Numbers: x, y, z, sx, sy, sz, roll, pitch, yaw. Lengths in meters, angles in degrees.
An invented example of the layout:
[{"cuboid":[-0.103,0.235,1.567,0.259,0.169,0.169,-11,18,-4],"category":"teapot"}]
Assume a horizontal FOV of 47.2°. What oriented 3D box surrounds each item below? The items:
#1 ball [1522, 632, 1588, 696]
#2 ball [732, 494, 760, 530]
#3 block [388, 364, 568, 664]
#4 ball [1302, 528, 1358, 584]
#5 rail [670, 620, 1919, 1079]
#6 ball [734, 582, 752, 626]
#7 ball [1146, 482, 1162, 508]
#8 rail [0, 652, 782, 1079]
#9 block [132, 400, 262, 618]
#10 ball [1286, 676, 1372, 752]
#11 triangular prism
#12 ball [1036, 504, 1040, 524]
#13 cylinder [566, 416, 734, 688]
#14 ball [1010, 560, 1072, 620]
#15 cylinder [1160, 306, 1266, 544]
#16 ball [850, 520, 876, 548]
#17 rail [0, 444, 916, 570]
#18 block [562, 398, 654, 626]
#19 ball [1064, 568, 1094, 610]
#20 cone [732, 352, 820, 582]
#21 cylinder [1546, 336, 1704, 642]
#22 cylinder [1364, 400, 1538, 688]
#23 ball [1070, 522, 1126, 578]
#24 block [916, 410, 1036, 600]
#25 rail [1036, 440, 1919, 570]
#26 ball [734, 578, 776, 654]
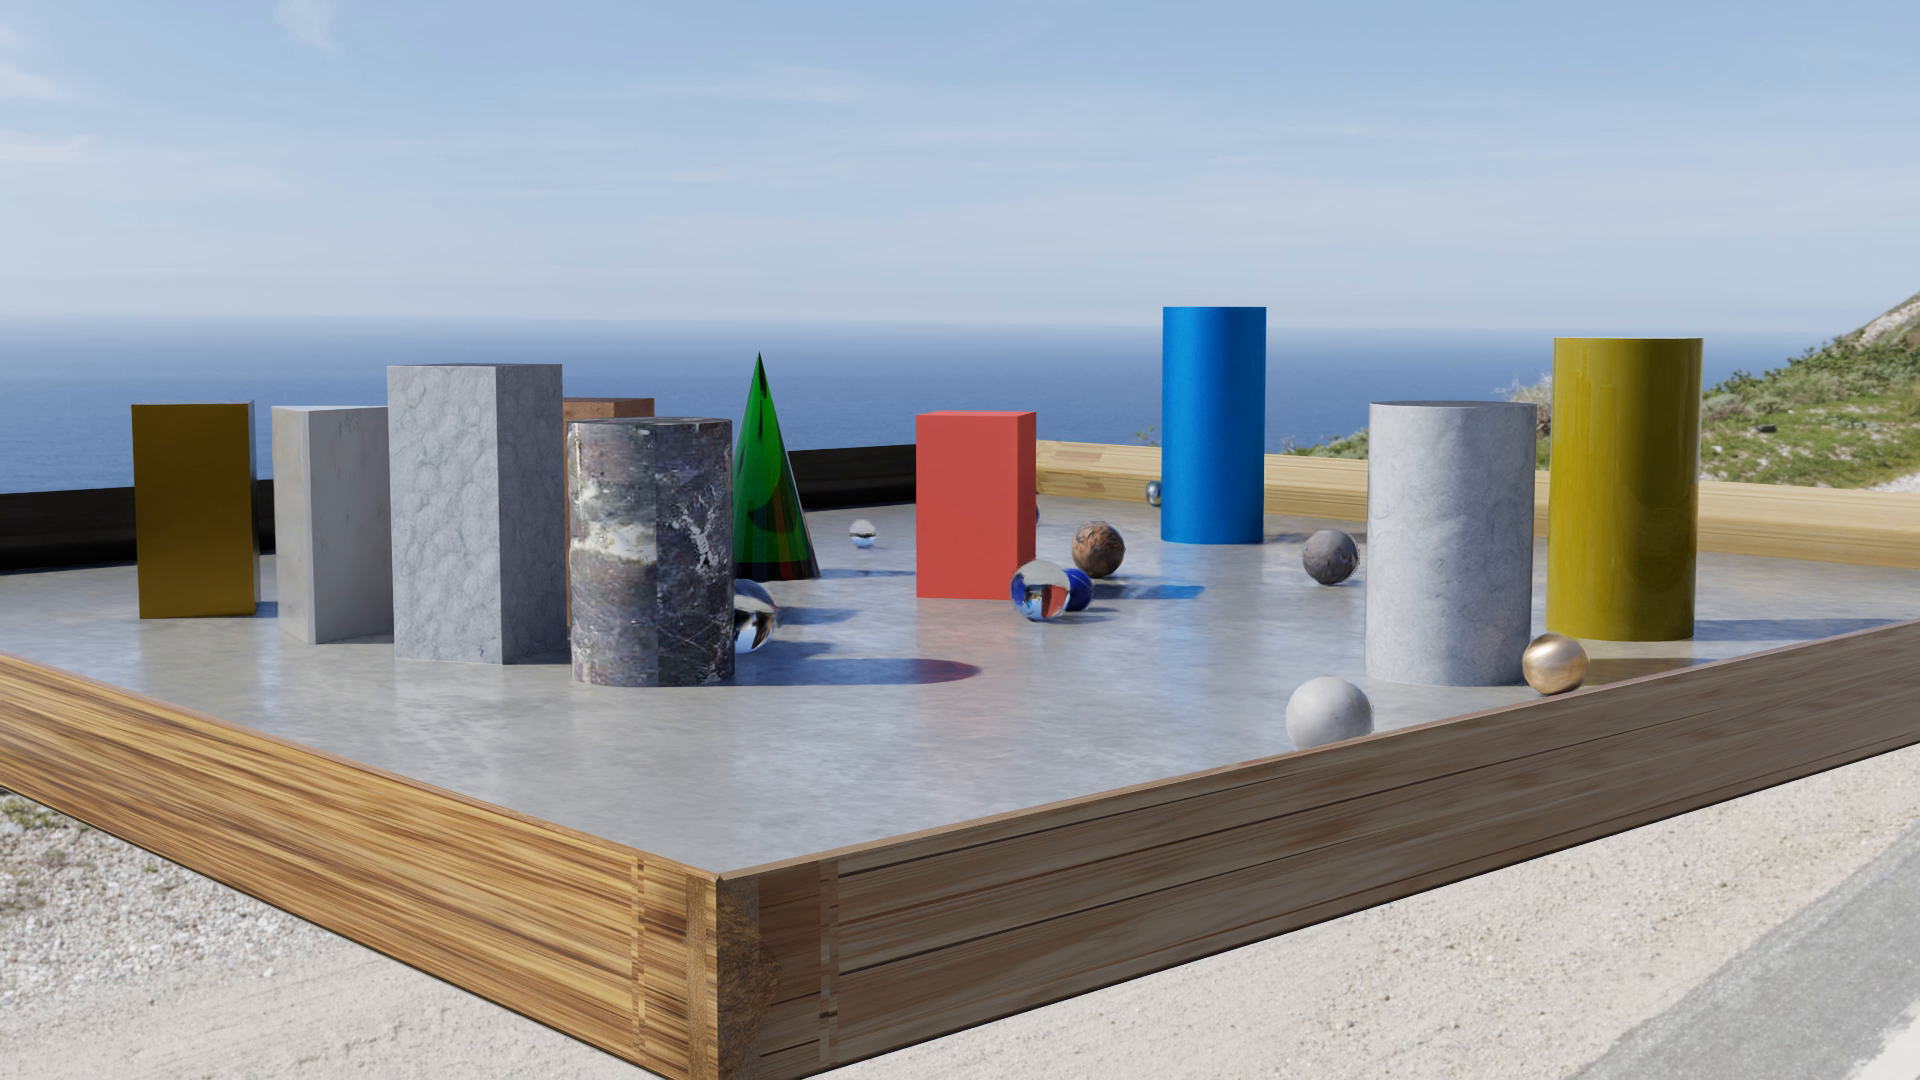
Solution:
[{"cuboid":[0.689,0.144,2.548,0.074,0.074,0.074,0,6,0],"category":"ball"},{"cuboid":[-0.443,-0.056,4.488,0.072,0.072,0.072,0,6,0],"category":"ball"},{"cuboid":[-0.625,-0.040,2.859,0.160,0.375,0.160,2,6,20],"category":"block"},{"cuboid":[0.605,0.027,3.601,0.090,0.090,0.090,0,6,0],"category":"ball"},{"cuboid":[0.974,0.143,2.282,3.065,0.130,0.045,-5,8,-42],"category":"rail"},{"cuboid":[-0.328,0.090,3.119,0.064,0.064,0.064,0,6,0],"category":"ball"},{"cuboid":[0.450,-0.104,5.014,0.057,0.057,0.057,0,6,0],"category":"ball"},{"cuboid":[-1.109,0.140,2.314,0.045,0.130,2.920,-5,8,-42],"category":"rail"},{"cuboid":[-1.133,-0.050,3.272,0.160,0.311,0.160,-2,6,-14],"category":"block"},{"cuboid":[0.365,0.177,2.177,0.086,0.086,0.086,0,6,0],"category":"ball"},{"cuboid":[-0.847,-0.027,3.042,0.150,0.313,0.173,-3,7,-30],"category":"triangular prism"},{"cuboid":[0.117,-0.052,4.393,0.082,0.082,0.082,0,6,0],"category":"ball"},{"cuboid":[-0.378,0.010,2.694,0.200,0.312,0.200,0,6,0],"category":"cylinder"},{"cuboid":[0.116,0.072,3.176,0.088,0.088,0.088,0,6,0],"category":"ball"},{"cuboid":[0.493,-0.227,4.283,0.200,0.453,0.200,0,6,0],"category":"cylinder"},{"cuboid":[-0.185,-0.012,4.164,0.050,0.050,0.050,0,6,0],"category":"ball"},{"cuboid":[-0.974,-0.075,4.382,3.065,0.130,0.045,-5,8,-42],"category":"rail"},{"cuboid":[-0.545,-0.045,3.191,0.160,0.317,0.160,1,6,13],"category":"block"},{"cuboid":[0.168,0.074,3.279,0.063,0.063,0.063,0,6,0],"category":"ball"},{"cuboid":[-0.337,-0.130,3.709,0.200,0.379,0.200,0,6,0],"category":"cone"},{"cuboid":[0.920,-0.076,3.049,0.200,0.408,0.200,0,6,0],"category":"cylinder"},{"cuboid":[0.600,-0.001,2.696,0.200,0.332,0.200,0,6,0],"category":"cylinder"},{"cuboid":[0.232,0.017,3.689,0.091,0.091,0.091,0,6,0],"category":"ball"},{"cuboid":[0.027,-0.058,3.477,0.160,0.284,0.160,1,6,12],"category":"block"},{"cuboid":[1.109,-0.072,4.349,0.045,0.130,2.920,-5,8,-42],"category":"rail"},{"cuboid":[-0.288,0.099,2.858,0.100,0.100,0.100,0,6,0],"category":"ball"}]
